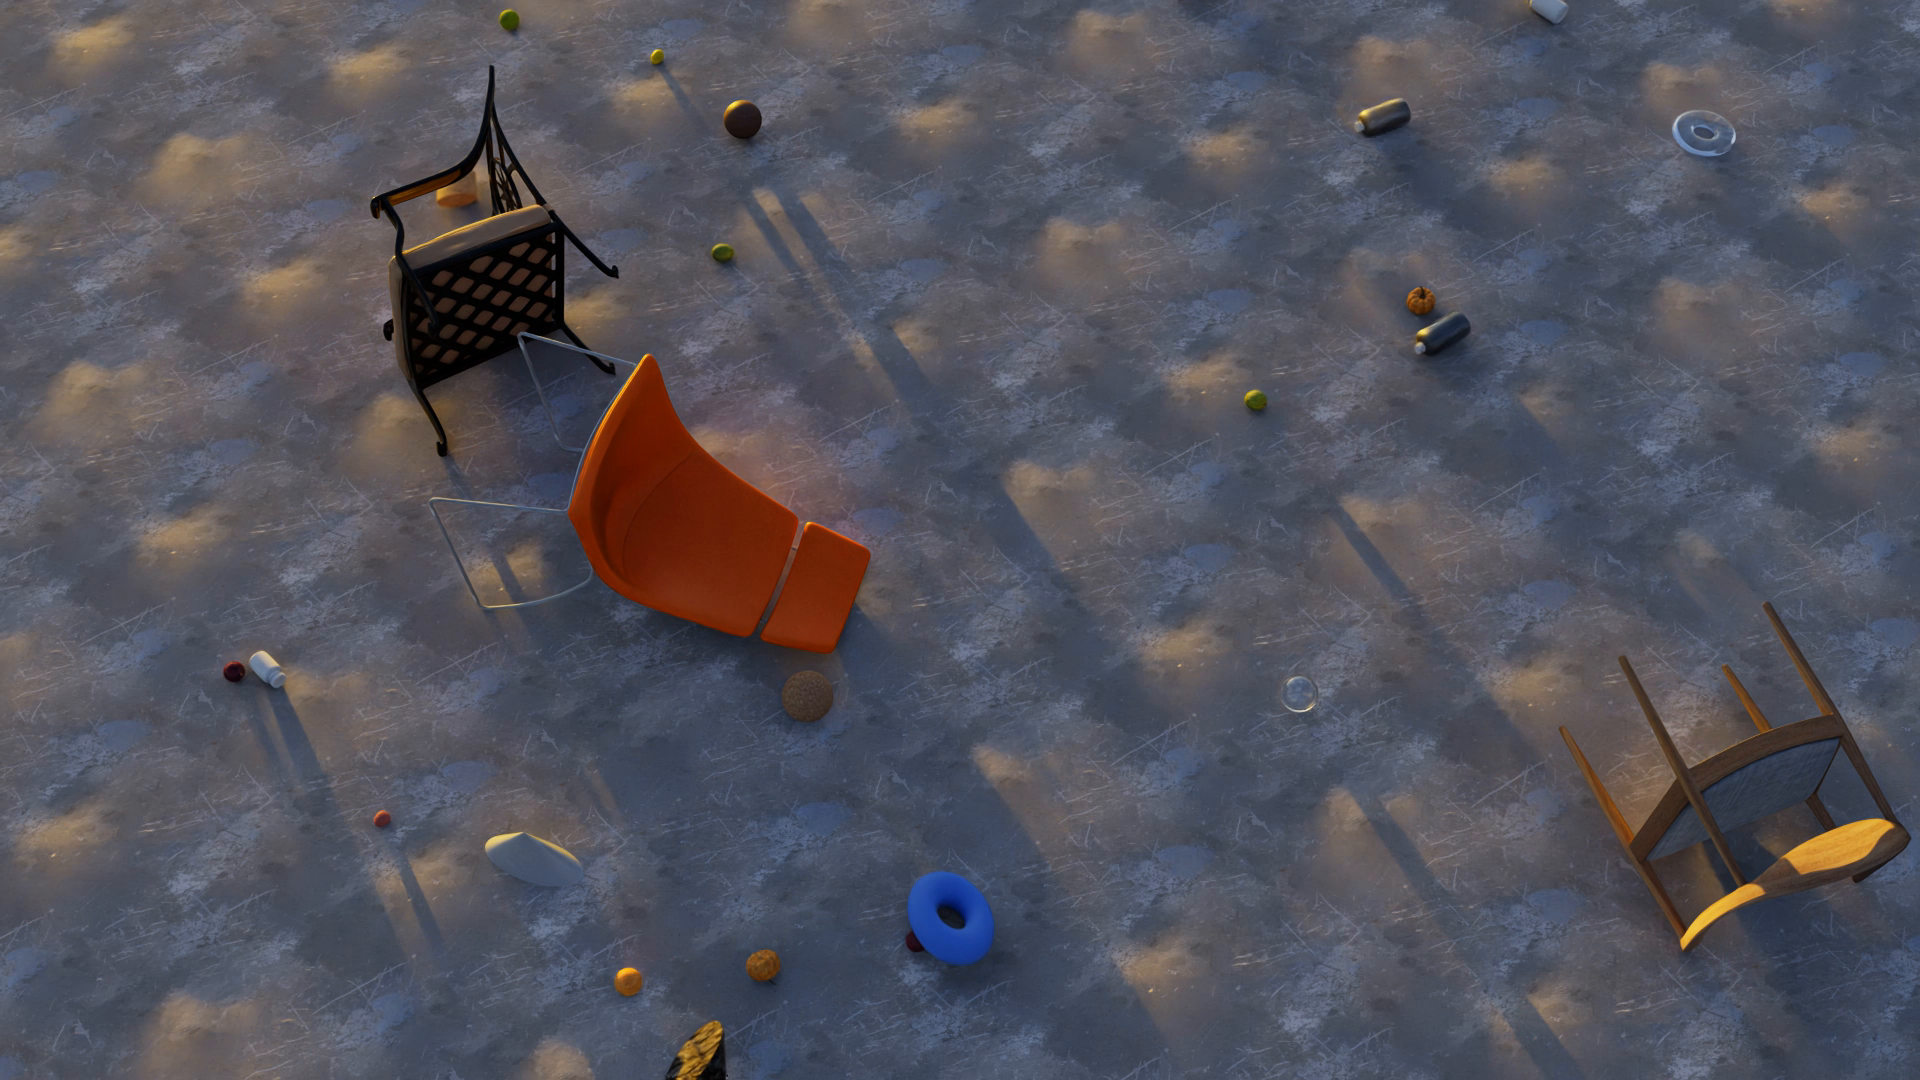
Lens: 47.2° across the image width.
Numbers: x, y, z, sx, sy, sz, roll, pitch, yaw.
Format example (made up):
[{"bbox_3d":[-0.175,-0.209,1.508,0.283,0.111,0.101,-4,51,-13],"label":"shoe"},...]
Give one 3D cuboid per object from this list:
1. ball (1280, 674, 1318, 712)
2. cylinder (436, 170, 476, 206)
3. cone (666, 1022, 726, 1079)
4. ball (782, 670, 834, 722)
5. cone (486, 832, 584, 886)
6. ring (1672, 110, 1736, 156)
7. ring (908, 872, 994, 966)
[{"bbox_3d":[0.959,0.433,6.218,0.109,0.109,0.109,0,56,0],"label":"ball"},{"bbox_3d":[-1.677,-1.173,7.326,0.130,0.058,0.113,-8,56,-3],"label":"cylinder"},{"bbox_3d":[-0.638,1.360,5.615,0.121,0.194,0.232,46,37,-18],"label":"cone"},{"bbox_3d":[-0.429,0.440,6.191,0.146,0.146,0.146,0,56,0],"label":"ball"},{"bbox_3d":[-1.160,0.824,5.918,0.291,0.170,0.128,17,58,11],"label":"cone"},{"bbox_3d":[2.528,-1.383,7.474,0.213,0.049,0.207,16,57,10],"label":"ring"},{"bbox_3d":[-0.024,1.001,5.825,0.225,0.090,0.297,-4,43,-23],"label":"ring"}]
